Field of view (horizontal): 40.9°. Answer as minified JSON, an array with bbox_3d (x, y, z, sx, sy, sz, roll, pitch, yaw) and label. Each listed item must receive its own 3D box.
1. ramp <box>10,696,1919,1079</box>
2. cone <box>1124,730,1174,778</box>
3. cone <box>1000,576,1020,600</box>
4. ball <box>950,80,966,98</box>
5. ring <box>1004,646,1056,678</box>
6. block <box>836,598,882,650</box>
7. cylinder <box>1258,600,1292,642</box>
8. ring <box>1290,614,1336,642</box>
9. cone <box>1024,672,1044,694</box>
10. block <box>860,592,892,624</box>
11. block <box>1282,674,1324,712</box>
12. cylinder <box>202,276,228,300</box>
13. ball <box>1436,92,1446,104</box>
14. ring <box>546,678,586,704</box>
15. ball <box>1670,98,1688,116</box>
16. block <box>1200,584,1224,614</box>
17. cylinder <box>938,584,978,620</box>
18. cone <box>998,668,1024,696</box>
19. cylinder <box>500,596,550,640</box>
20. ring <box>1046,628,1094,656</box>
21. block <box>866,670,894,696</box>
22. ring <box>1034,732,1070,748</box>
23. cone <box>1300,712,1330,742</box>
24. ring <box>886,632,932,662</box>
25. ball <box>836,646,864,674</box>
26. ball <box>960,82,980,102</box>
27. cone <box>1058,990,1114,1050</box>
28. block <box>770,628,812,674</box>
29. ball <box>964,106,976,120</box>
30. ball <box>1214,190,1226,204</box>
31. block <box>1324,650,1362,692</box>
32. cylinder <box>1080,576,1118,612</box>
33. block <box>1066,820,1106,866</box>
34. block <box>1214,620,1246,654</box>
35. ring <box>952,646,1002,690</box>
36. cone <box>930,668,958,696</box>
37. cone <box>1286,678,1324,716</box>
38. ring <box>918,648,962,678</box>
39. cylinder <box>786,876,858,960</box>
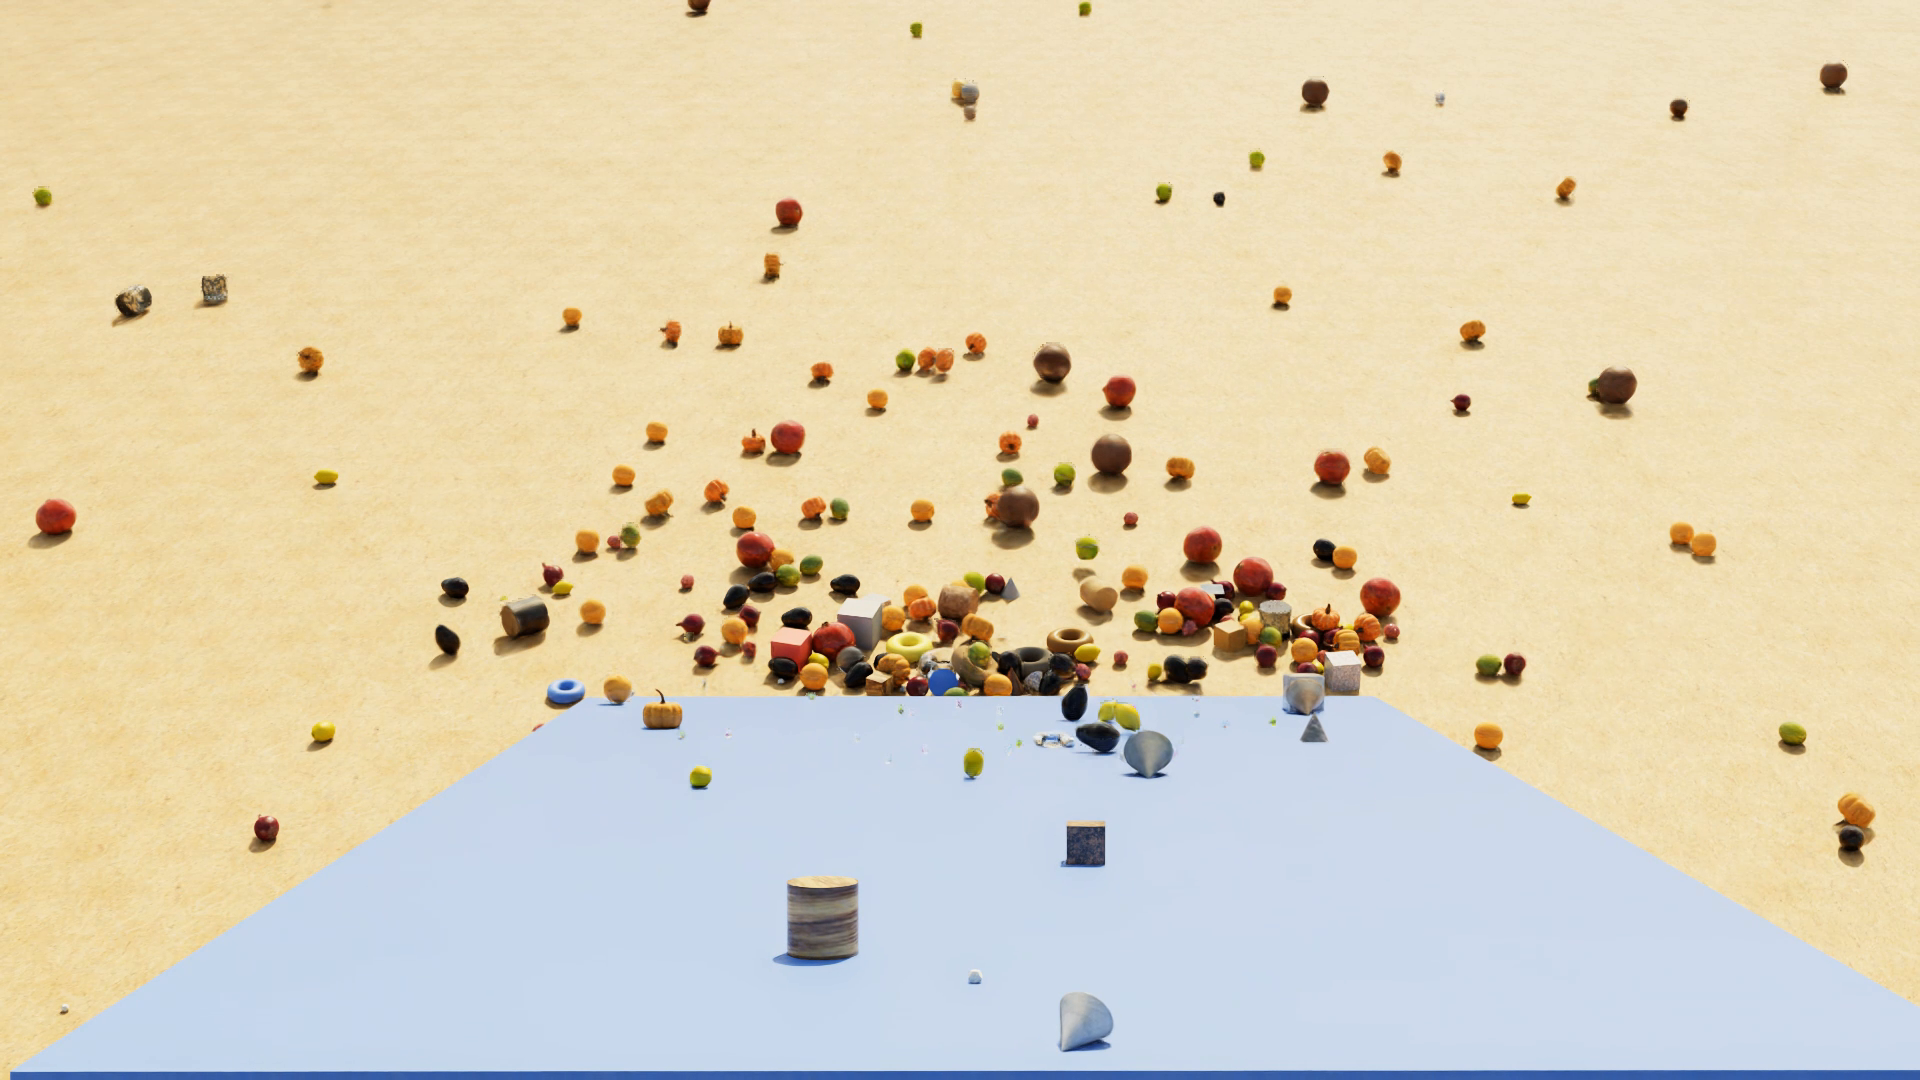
[{"bbox_3d":[0.057,0.512,4.553,2.000,0.100,4.000,0,2,0],"label":"ramp"},{"bbox_3d":[0.359,0.429,4.907,0.095,0.095,0.095,1,28,3],"label":"cone"},{"bbox_3d":[0.143,0.129,7.282,0.060,0.060,0.060,0,25,0],"label":"cone"},{"bbox_3d":[-0.001,-2.127,12.151,0.085,0.085,0.085,0,25,0],"label":"ball"},{"bbox_3d":[0.187,0.327,6.869,0.139,0.046,0.139,-1,25,0],"label":"ring"},{"bbox_3d":[-0.273,0.229,7.017,0.100,0.100,0.100,6,25,13],"label":"block"},{"bbox_3d":[0.861,0.223,7.046,0.087,0.087,0.087,0,25,0],"label":"cylinder"},{"bbox_3d":[0.969,0.241,7.060,0.128,0.043,0.128,1,26,0],"label":"ring"},{"bbox_3d":[0.205,0.383,6.772,0.055,0.055,0.055,-10,60,-21],"label":"cone"},{"bbox_3d":[-0.237,0.194,7.133,0.066,0.066,0.066,18,30,34],"label":"block"},{"bbox_3d":[0.828,0.367,6.212,0.083,0.083,0.083,0,2,-6],"label":"block"},{"bbox_3d":[-2.763,-0.935,9.561,0.083,0.083,0.083,-4,25,-9],"label":"cylinder"},{"bbox_3d":[2.249,-2.067,12.058,0.053,0.053,0.053,0,25,0],"label":"ball"},{"bbox_3d":[-1.030,0.395,6.738,0.102,0.034,0.102,1,26,0],"label":"ring"},{"bbox_3d":[3.307,-1.993,11.857,0.086,0.086,0.086,0,25,0],"label":"ball"},{"bbox_3d":[0.704,0.164,7.204,0.061,0.061,0.061,0,25,-1],"label":"block"},{"bbox_3d":[-0.004,0.173,7.152,0.089,0.089,0.089,8,26,18],"label":"cylinder"},{"bbox_3d":[0.135,0.365,6.756,0.072,0.072,0.072,0,25,0],"label":"cone"},{"bbox_3d":[-1.192,0.212,7.057,0.096,0.096,0.096,-18,30,-34],"label":"cylinder"},{"bbox_3d":[0.298,0.276,6.985,0.130,0.043,0.130,0,23,0],"label":"ring"},{"bbox_3d":[-0.210,0.380,6.747,0.051,0.051,0.051,16,29,31],"label":"block"},{"bbox_3d":[0.194,0.420,5.431,0.080,0.027,0.080,0,3,0],"label":"ring"},{"bbox_3d":[0.759,0.398,5.520,0.064,0.064,0.064,0,2,0],"label":"cone"},{"bbox_3d":[-0.137,0.290,6.956,0.127,0.042,0.127,-1,25,0],"label":"ring"},{"bbox_3d":[-0.291,0.320,6.853,0.073,0.073,0.073,0,25,0],"label":"ball"},{"bbox_3d":[0.048,-2.098,12.081,0.090,0.090,0.090,0,25,0],"label":"ball"},{"bbox_3d":[0.117,0.508,2.654,0.062,0.062,0.062,16,48,31],"label":"cone"},{"bbox_3d":[-0.450,0.295,6.891,0.086,0.086,0.086,8,26,16],"label":"block"},{"bbox_3d":[0.046,-1.959,11.813,0.062,0.062,0.062,0,25,0],"label":"ball"},{"bbox_3d":[1.073,-1.415,10.643,0.052,0.052,0.052,0,25,0],"label":"ball"},{"bbox_3d":[1.008,0.345,6.794,0.076,0.076,0.076,-4,25,-9],"label":"block"},{"bbox_3d":[0.387,0.152,7.210,0.079,0.079,0.079,-12,27,-25],"label":"cylinder"},{"bbox_3d":[0.189,0.454,3.869,0.058,0.058,0.058,0,2,3],"label":"block"},{"bbox_3d":[0.731,0.261,6.994,0.060,0.060,0.060,-16,29,-31],"label":"block"},{"bbox_3d":[0.044,0.336,6.790,0.149,0.050,0.149,28,25,-15],"label":"ring"},{"bbox_3d":[-0.051,0.377,6.775,0.078,0.078,0.078,-6,-4,-14],"label":"cone"},{"bbox_3d":[0.819,0.391,6.094,0.092,0.092,0.092,1,29,3],"label":"cone"},{"bbox_3d":[-0.042,0.331,6.860,0.143,0.048,0.143,-1,24,0],"label":"ring"},{"bbox_3d":[-0.168,0.462,3.157,0.088,0.088,0.088,0,2,0],"label":"cylinder"}]
